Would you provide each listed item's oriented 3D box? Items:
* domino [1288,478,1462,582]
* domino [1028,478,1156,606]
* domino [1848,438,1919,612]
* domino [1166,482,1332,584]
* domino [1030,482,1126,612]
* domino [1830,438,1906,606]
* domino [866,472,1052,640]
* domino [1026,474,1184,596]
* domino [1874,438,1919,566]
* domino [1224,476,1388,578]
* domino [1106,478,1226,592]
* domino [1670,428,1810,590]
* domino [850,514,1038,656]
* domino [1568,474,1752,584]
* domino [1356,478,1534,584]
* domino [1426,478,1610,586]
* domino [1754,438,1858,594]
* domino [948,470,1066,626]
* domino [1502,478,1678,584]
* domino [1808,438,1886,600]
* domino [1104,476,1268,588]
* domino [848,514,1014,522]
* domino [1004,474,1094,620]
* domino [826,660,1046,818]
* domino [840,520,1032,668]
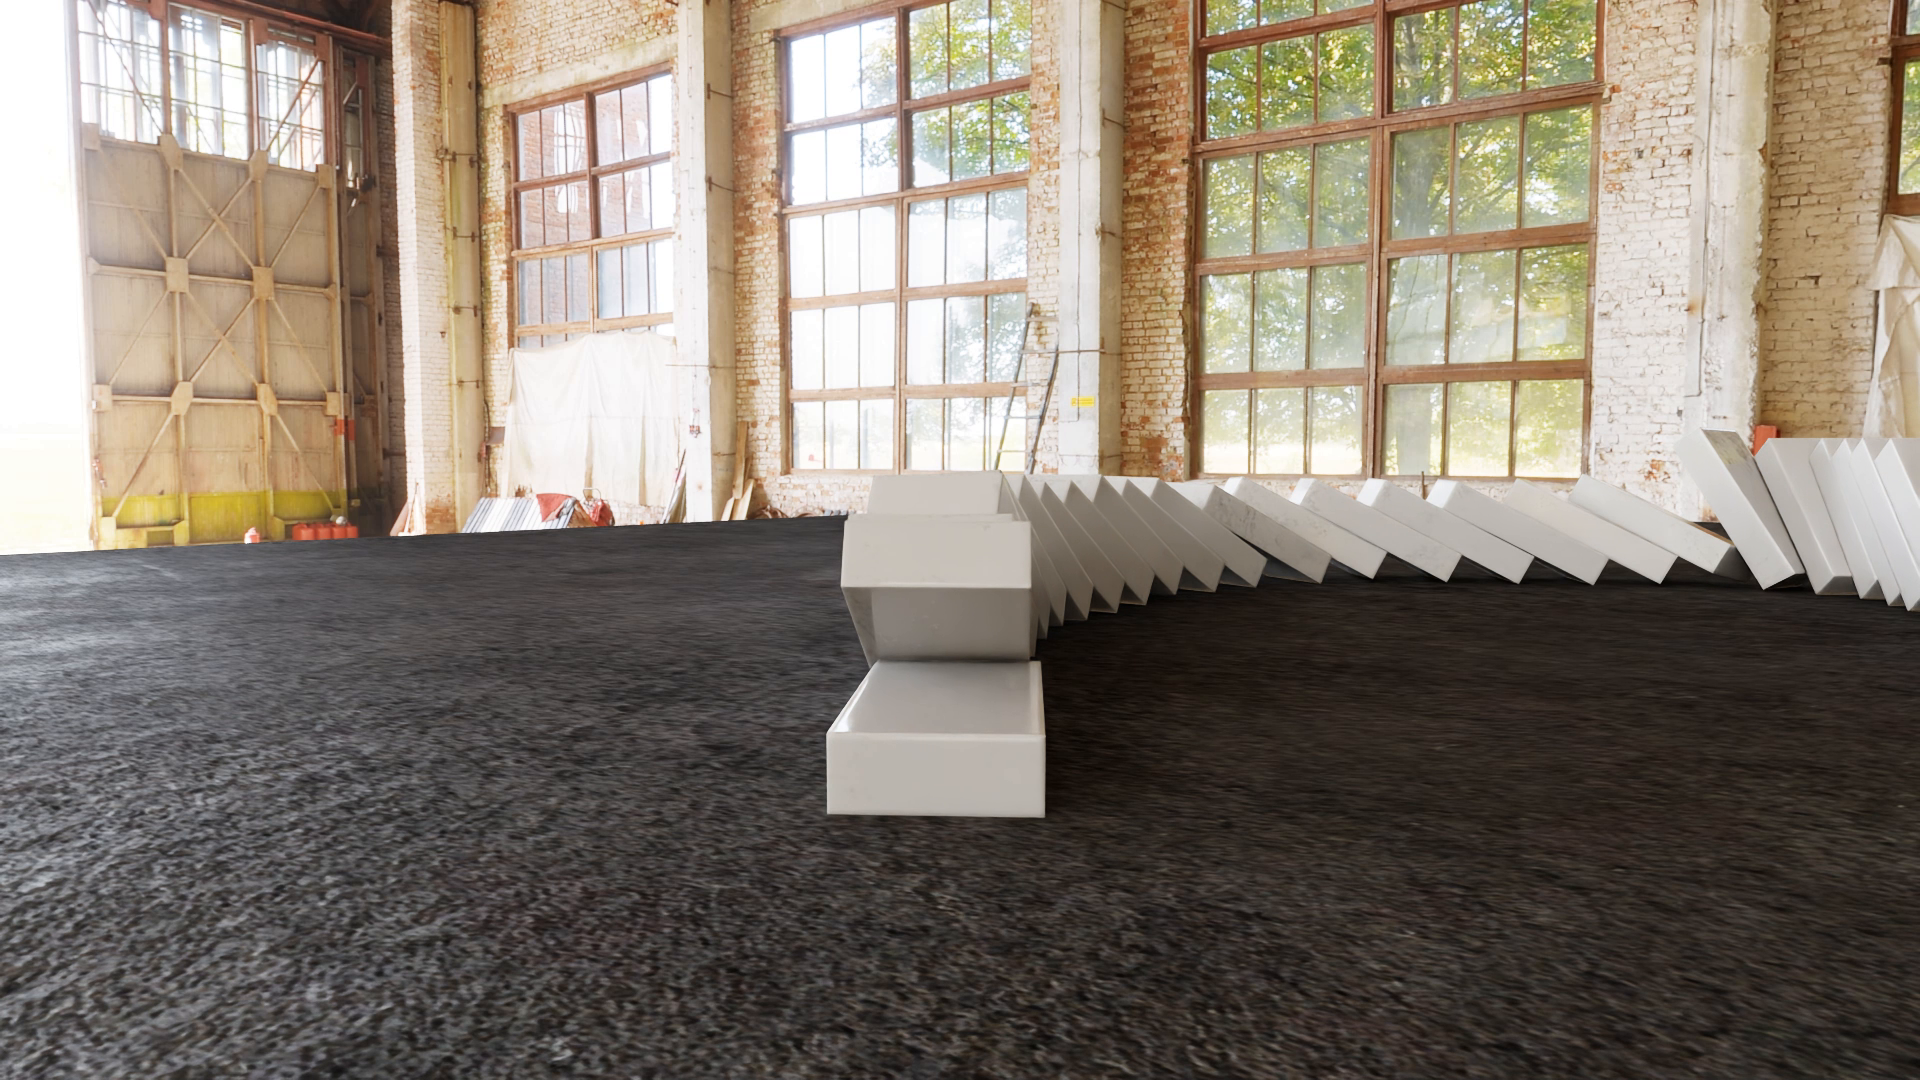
[{"bbox_3d":[0.129,-0.004,0.404,0.050,0.009,0.025,28,5,3],"label":"domino"},{"bbox_3d":[0.028,0.001,0.330,0.025,0.009,0.050,3,-26,36],"label":"domino"},{"bbox_3d":[0.255,-0.005,0.335,0.025,0.050,0.010,1,-36,8],"label":"domino"},{"bbox_3d":[0.086,-0.002,0.392,0.050,0.009,0.025,27,-8,-25],"label":"domino"},{"bbox_3d":[0.019,0.002,0.313,0.025,0.009,0.050,3,-26,32],"label":"domino"},{"bbox_3d":[0.258,-0.005,0.347,0.025,0.050,0.009,1,-36,8],"label":"domino"},{"bbox_3d":[0.001,0.004,0.256,0.025,0.009,0.050,0,-30,16],"label":"domino"},{"bbox_3d":[0.037,-0.001,0.344,0.025,0.010,0.050,2,-26,38],"label":"domino"},{"bbox_3d":[0.254,-0.004,0.322,0.025,0.050,0.009,1,-36,8],"label":"domino"},{"bbox_3d":[0.107,-0.004,0.407,0.050,0.009,0.025,28,3,2],"label":"domino"},{"bbox_3d":[0.050,-0.001,0.363,0.025,0.010,0.050,5,-24,48],"label":"domino"},{"bbox_3d":[0.236,-0.010,0.383,0.025,0.050,0.010,-1,-29,-37],"label":"domino"},{"bbox_3d":[-0.002,0.009,0.239,0.025,0.009,0.050,1,-22,14],"label":"domino"},{"bbox_3d":[0.219,-0.004,0.400,0.025,0.009,0.050,11,21,-38],"label":"domino"},{"bbox_3d":[0.151,-0.003,0.402,0.050,0.010,0.025,28,6,3],"label":"domino"},{"bbox_3d":[0.172,-0.003,0.400,0.050,0.010,0.025,28,7,5],"label":"domino"},{"bbox_3d":[0.255,-0.008,0.373,0.025,0.050,0.009,0,-36,1],"label":"domino"},{"bbox_3d":[0.004,0.003,0.273,0.025,0.009,0.050,-3,-31,20],"label":"domino"},{"bbox_3d":[0.197,-0.004,0.402,0.050,0.009,0.025,32,17,24],"label":"domino"},{"bbox_3d":[0.260,-0.007,0.359,0.025,0.050,0.010,1,-36,8],"label":"domino"},{"bbox_3d":[0.065,-0.002,0.379,0.050,0.010,0.025,32,-14,-31],"label":"domino"},{"bbox_3d":[-0.002,0.010,0.214,0.025,0.010,0.050,-1,-24,5],"label":"domino"},{"bbox_3d":[0.011,0.003,0.292,0.025,0.009,0.050,0,-29,26],"label":"domino"},{"bbox_3d":[-0.001,0.025,0.171,0.025,0.010,0.050,0,4,3],"label":"domino"},{"bbox_3d":[-0.002,0.012,0.193,0.025,0.009,0.050,0,-23,3],"label":"domino"}]
